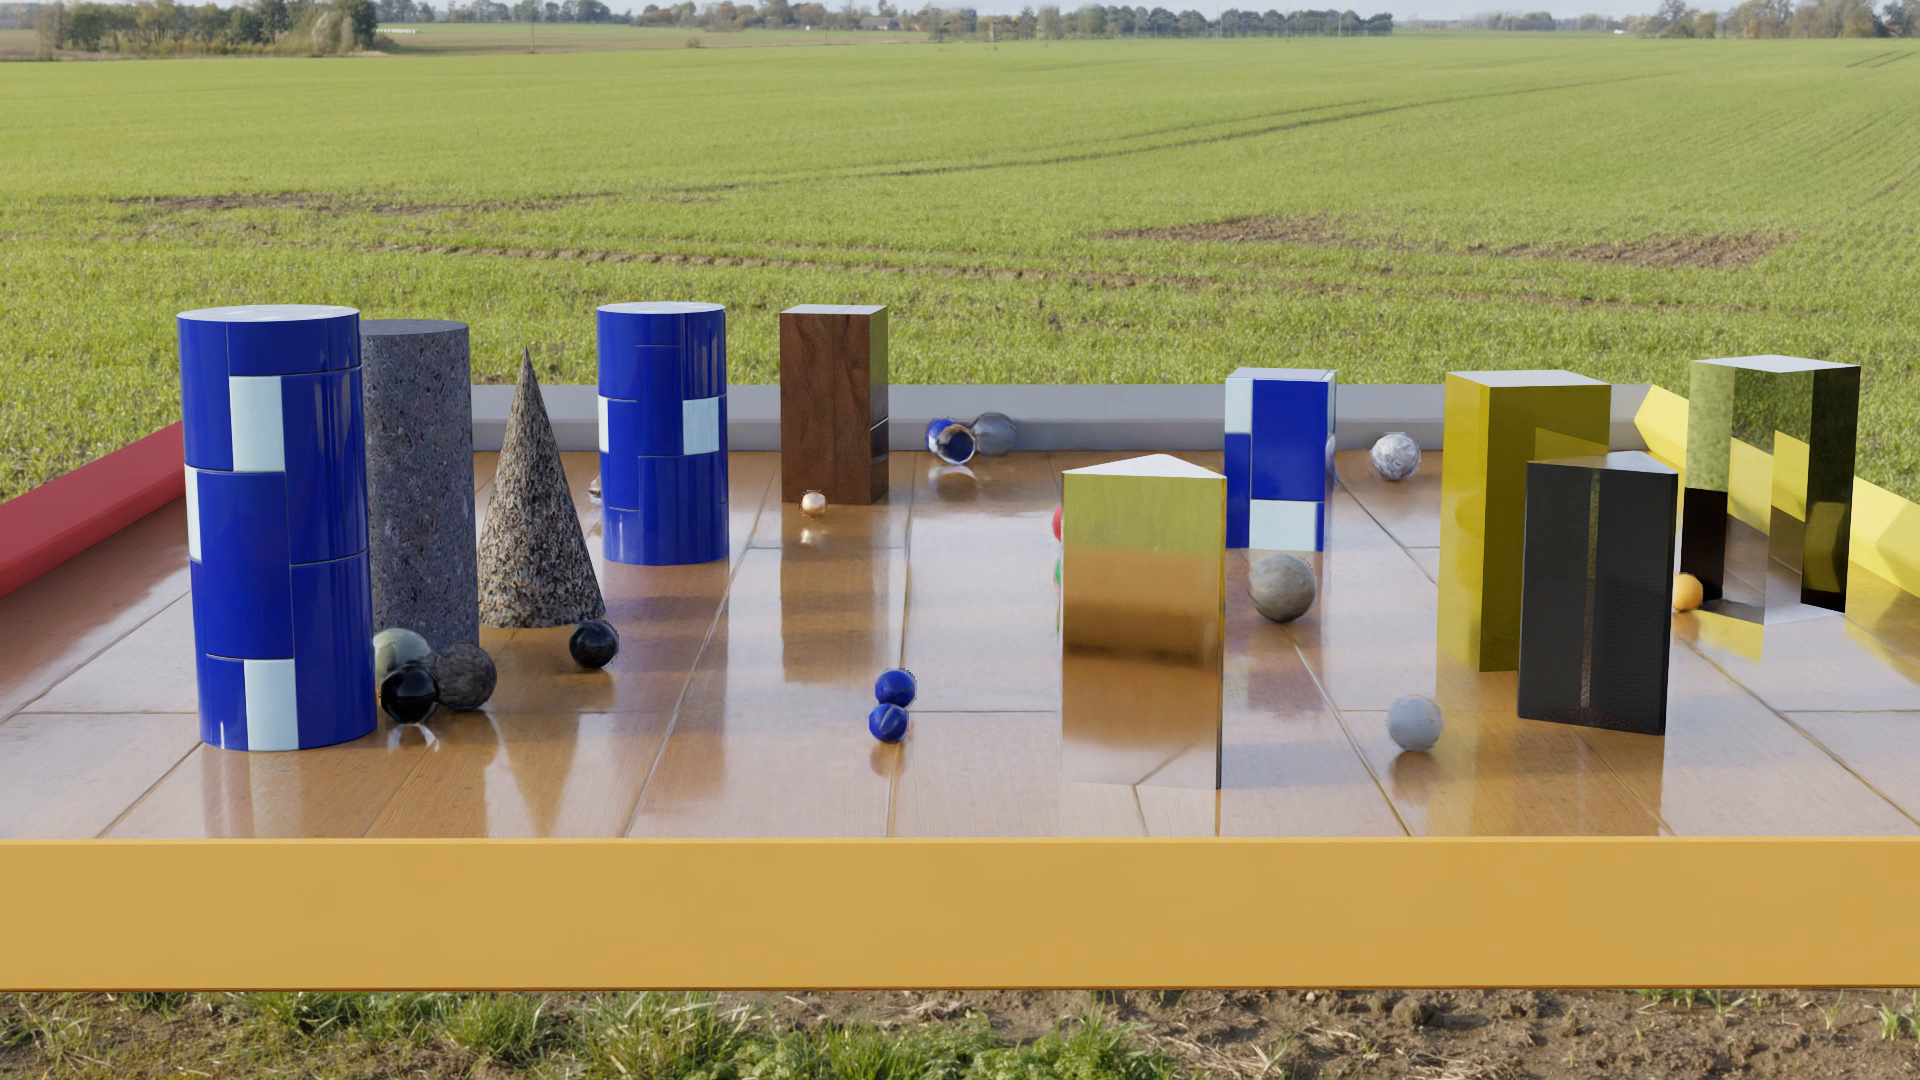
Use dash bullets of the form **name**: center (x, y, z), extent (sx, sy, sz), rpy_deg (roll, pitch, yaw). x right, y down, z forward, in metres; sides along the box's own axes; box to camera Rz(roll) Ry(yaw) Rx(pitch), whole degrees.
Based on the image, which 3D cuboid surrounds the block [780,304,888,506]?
- **block**: center (-0.211, -0.230, 4.329), extent (0.152, 0.319, 0.152), rpy_deg (2, 11, 10)

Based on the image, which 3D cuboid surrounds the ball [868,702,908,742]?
- **ball**: center (-0.078, 0.198, 2.783), extent (0.043, 0.043, 0.043), rpy_deg (0, 11, 0)

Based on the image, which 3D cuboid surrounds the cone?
- **cone**: center (-0.570, -0.080, 3.405), extent (0.190, 0.362, 0.190), rpy_deg (0, 11, 0)

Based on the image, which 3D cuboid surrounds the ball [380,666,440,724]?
- **ball**: center (-0.613, 0.172, 2.860), extent (0.065, 0.065, 0.065), rpy_deg (0, 11, 0)

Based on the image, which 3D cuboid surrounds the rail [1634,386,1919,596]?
- **rail**: center (1.301, 0.030, 3.457), extent (0.045, 0.124, 2.891), rpy_deg (0, 11, 0)

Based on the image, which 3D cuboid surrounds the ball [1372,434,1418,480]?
- **ball**: center (0.767, -0.147, 4.526), extent (0.082, 0.082, 0.082), rpy_deg (0, 11, 0)

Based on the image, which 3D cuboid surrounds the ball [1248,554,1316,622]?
- **ball**: center (0.424, 0.064, 3.380), extent (0.089, 0.089, 0.089), rpy_deg (0, 11, 0)

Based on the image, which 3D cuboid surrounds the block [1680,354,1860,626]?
- **block**: center (1.082, -0.071, 3.434), extent (0.152, 0.333, 0.152), rpy_deg (-6, 12, -29)

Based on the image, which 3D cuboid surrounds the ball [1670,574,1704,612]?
- **ball**: center (0.974, 0.071, 3.445), extent (0.049, 0.049, 0.049), rpy_deg (0, 11, 0)

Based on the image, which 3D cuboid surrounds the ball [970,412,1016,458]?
- **ball**: center (0.062, -0.197, 4.790), extent (0.086, 0.086, 0.086), rpy_deg (0, 11, 0)

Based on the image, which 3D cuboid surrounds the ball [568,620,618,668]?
- **ball**: center (-0.447, 0.127, 3.121), extent (0.059, 0.059, 0.059), rpy_deg (0, 11, 0)

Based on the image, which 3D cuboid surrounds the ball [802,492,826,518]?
- **ball**: center (-0.236, -0.057, 4.156), extent (0.041, 0.041, 0.041), rpy_deg (0, 11, 0)

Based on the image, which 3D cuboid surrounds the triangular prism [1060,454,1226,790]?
- **triangular prism**: center (0.197, 0.080, 2.661), extent (0.165, 0.320, 0.143), rpy_deg (2, 11, 12)

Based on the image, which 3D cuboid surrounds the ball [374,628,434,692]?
- **ball**: center (-0.652, 0.142, 2.979), extent (0.081, 0.081, 0.081), rpy_deg (0, 11, 0)

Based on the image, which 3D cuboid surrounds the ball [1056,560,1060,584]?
- **ball**: center (0.166, 0.044, 3.536), extent (0.069, 0.069, 0.069), rpy_deg (0, 11, 0)

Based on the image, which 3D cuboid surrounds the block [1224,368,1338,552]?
- **block**: center (0.491, -0.126, 3.935), extent (0.152, 0.258, 0.152), rpy_deg (3, 11, 13)

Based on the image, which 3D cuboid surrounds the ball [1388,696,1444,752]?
- **ball**: center (0.488, 0.197, 2.745), extent (0.059, 0.059, 0.059), rpy_deg (0, 11, 0)

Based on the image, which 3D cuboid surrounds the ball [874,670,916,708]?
- **ball**: center (-0.074, 0.171, 2.920), extent (0.047, 0.047, 0.047), rpy_deg (0, 11, 0)

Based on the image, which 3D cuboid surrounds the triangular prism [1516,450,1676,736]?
- **triangular prism**: center (0.735, 0.053, 2.887), extent (0.165, 0.291, 0.143), rpy_deg (6, 12, 30)

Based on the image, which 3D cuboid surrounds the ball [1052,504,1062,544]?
- **ball**: center (0.179, -0.025, 3.879), extent (0.080, 0.080, 0.080), rpy_deg (0, 11, 0)

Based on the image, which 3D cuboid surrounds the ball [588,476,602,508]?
- **ball**: center (-0.588, -0.080, 4.247), extent (0.054, 0.054, 0.054), rpy_deg (0, 11, 0)

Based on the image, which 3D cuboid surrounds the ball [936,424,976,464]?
- **ball**: center (-0.007, -0.175, 4.704), extent (0.073, 0.073, 0.073), rpy_deg (0, 11, 0)

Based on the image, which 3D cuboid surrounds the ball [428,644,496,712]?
- **ball**: center (-0.566, 0.156, 2.916), extent (0.077, 0.077, 0.077), rpy_deg (0, 11, 0)

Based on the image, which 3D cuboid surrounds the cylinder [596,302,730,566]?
- **cylinder**: center (-0.441, -0.162, 3.821), extent (0.190, 0.370, 0.190), rpy_deg (0, 11, 0)

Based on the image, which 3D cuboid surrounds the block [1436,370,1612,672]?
- **block**: center (0.691, -0.027, 3.159), extent (0.152, 0.347, 0.152), rpy_deg (-2, 11, -9)

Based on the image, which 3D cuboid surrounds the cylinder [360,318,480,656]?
- **cylinder**: center (-0.685, -0.052, 3.112), extent (0.190, 0.414, 0.190), rpy_deg (0, 11, 0)

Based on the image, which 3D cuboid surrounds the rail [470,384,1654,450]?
- **rail**: center (-0.008, -0.228, 4.847), extent (2.649, 0.124, 0.045), rpy_deg (0, 11, 0)

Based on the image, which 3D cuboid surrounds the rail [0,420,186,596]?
- **rail**: center (-1.301, 0.033, 3.442), extent (0.045, 0.124, 2.891), rpy_deg (0, 11, 0)

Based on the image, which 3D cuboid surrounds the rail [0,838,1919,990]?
- **rail**: center (0.008, 0.292, 2.052), extent (2.649, 0.124, 0.045), rpy_deg (0, 11, 0)

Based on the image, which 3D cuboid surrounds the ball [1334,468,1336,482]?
- **ball**: center (0.627, -0.112, 4.433), extent (0.048, 0.048, 0.048), rpy_deg (0, 11, 0)

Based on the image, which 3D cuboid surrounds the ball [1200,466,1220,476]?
- **ball**: center (0.422, -0.103, 4.381), extent (0.049, 0.049, 0.049), rpy_deg (0, 11, 0)

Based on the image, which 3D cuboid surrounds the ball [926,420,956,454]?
- **ball**: center (-0.029, -0.191, 4.801), extent (0.070, 0.070, 0.070), rpy_deg (0, 11, 0)

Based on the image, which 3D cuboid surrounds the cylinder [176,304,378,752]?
- **cylinder**: center (-0.742, -0.017, 2.796), extent (0.190, 0.461, 0.190), rpy_deg (0, 11, 0)
